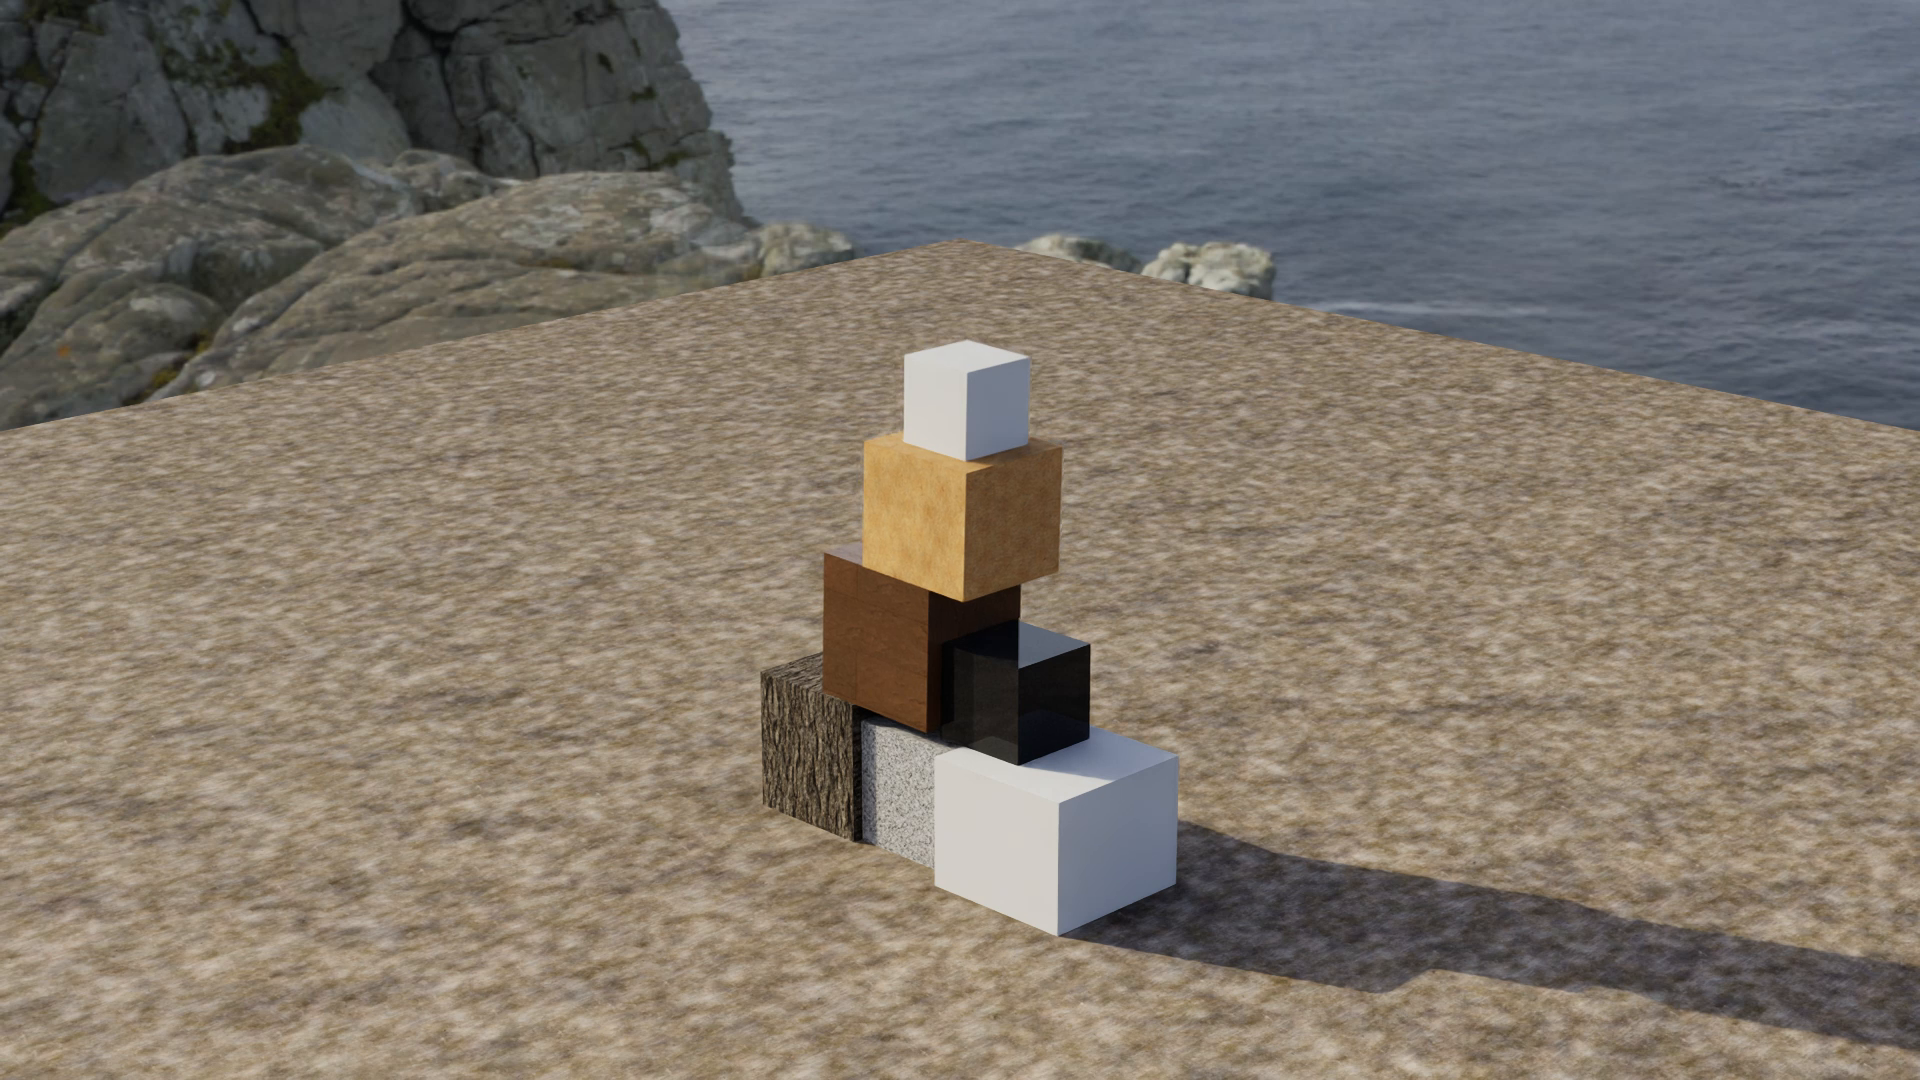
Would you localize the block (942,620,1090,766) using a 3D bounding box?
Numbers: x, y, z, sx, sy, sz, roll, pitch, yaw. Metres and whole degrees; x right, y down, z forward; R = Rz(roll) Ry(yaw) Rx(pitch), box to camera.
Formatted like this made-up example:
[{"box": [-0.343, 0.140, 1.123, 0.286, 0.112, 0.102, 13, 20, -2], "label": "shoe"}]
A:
[{"box": [0.254, 0.686, 13.299, 0.471, 0.459, 0.479, -17, 24, -42], "label": "block"}]

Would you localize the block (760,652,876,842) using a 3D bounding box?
[{"box": [-0.480, 0.953, 14.166, 0.704, 0.688, 0.646, -17, 24, -42], "label": "block"}]

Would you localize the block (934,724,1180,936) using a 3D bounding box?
[{"box": [0.435, 1.270, 13.257, 0.790, 0.628, 0.763, -17, 24, -42], "label": "block"}]

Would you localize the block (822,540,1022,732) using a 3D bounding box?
[{"box": [-0.180, 0.402, 13.628, 0.599, 0.691, 0.695, -17, 26, -42], "label": "block"}]

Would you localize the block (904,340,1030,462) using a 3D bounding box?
[{"box": [0.029, -0.627, 13.113, 0.398, 0.405, 0.394, -17, 26, -42], "label": "block"}]

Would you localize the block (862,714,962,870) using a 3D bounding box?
[{"box": [-0.042, 1.130, 13.740, 0.581, 0.605, 0.603, -17, 24, -42], "label": "block"}]

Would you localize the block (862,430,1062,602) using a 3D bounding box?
[{"box": [0.008, -0.150, 13.262, 0.613, 0.596, 0.648, -17, 26, -42], "label": "block"}]
